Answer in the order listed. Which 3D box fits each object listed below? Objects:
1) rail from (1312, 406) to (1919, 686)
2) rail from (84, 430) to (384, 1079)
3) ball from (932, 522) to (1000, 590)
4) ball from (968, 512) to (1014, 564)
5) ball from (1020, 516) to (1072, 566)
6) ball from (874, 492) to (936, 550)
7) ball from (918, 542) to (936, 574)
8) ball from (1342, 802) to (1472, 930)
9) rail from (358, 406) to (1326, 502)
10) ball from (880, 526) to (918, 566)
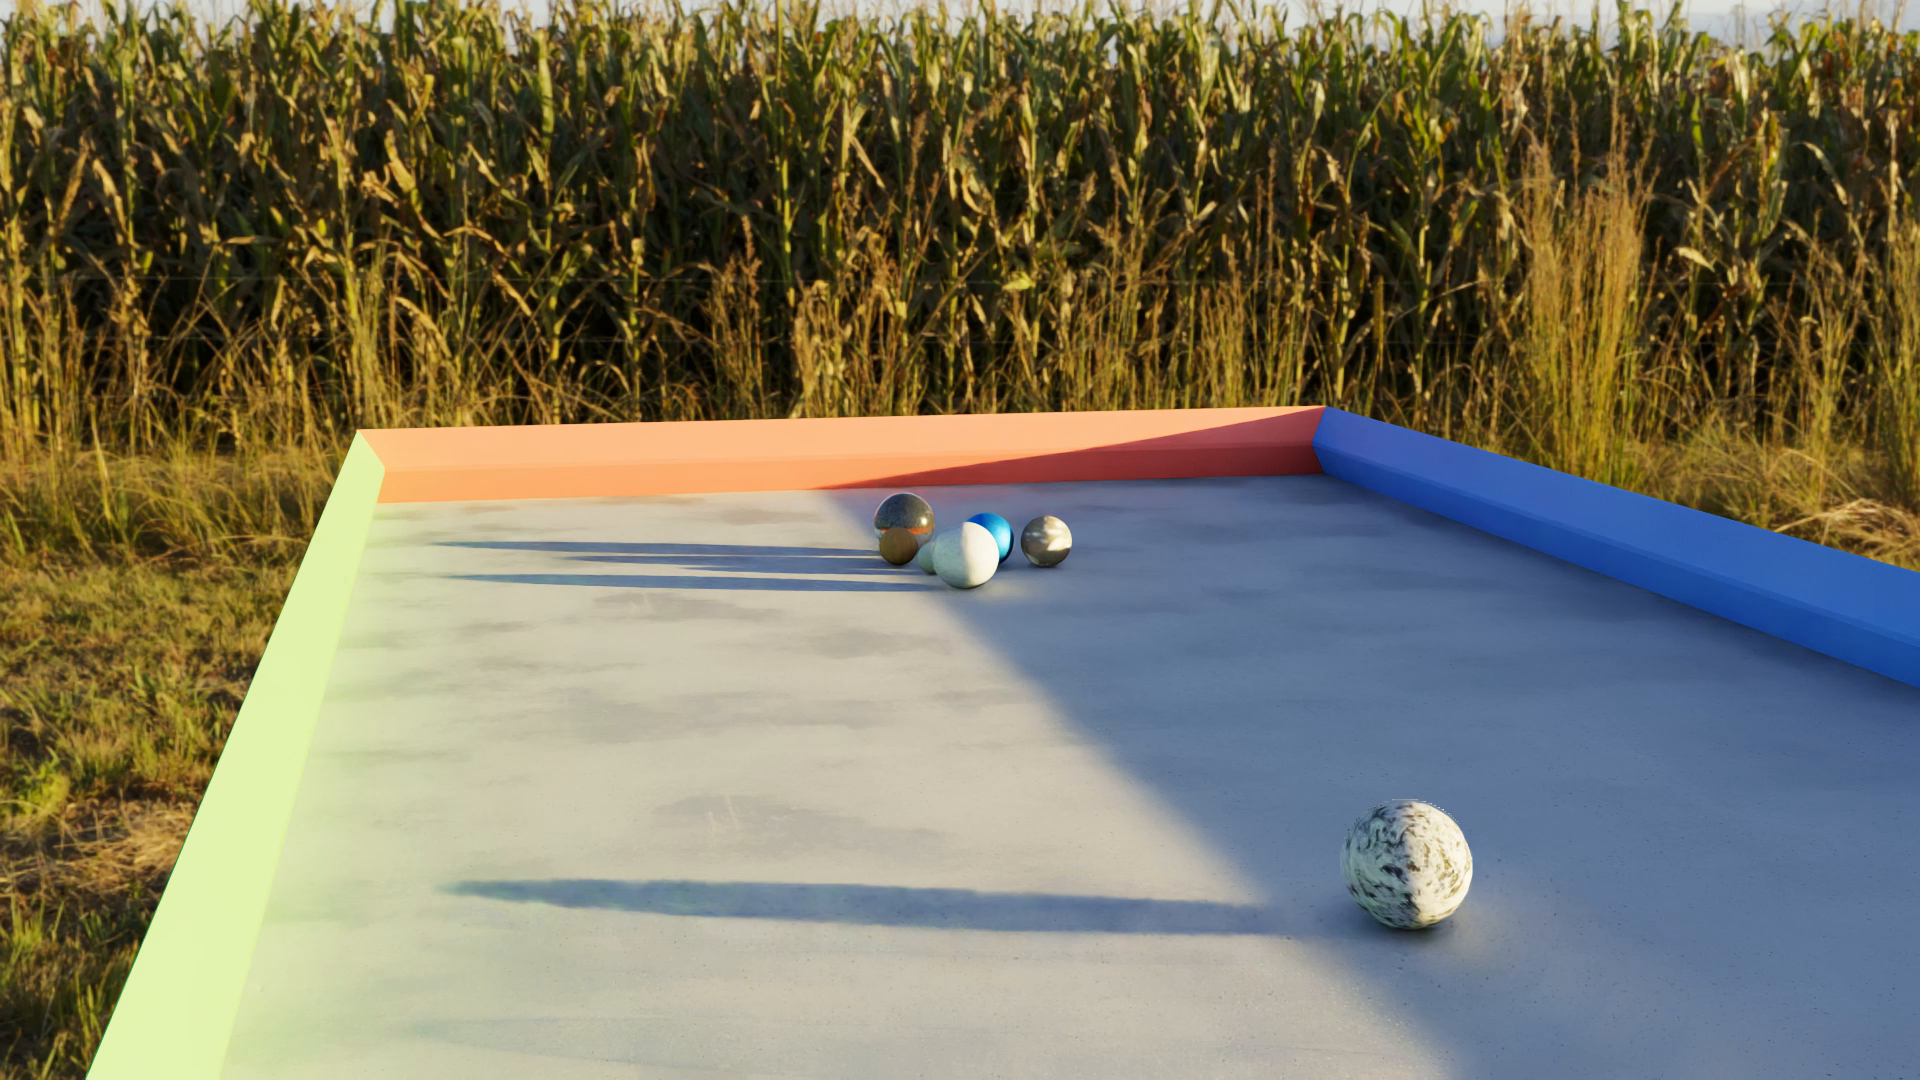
[{"bbox_3d":[1.013,0.073,2.618,0.045,0.127,3.195,-2,10,-12],"label":"rail"},{"bbox_3d":[-0.670,0.135,2.253,0.045,0.127,3.195,-2,10,-12],"label":"rail"},{"bbox_3d":[0.007,0.021,3.026,0.093,0.093,0.093,0,10,0],"label":"ball"},{"bbox_3d":[0.039,0.000,3.190,0.080,0.080,0.080,0,10,0],"label":"ball"},{"bbox_3d":[0.125,0.002,3.197,0.074,0.074,0.074,0,10,0],"label":"ball"},{"bbox_3d":[-0.084,-0.025,3.299,0.093,0.093,0.093,0,10,0],"label":"ball"},{"bbox_3d":[-0.038,0.025,3.142,0.046,0.046,0.046,0,10,0],"label":"ball"},{"bbox_3d":[0.342,0.249,1.682,0.097,0.097,0.097,0,10,0],"label":"ball"},{"bbox_3d":[-0.167,-0.154,3.951,1.770,0.127,0.045,-2,10,-12],"label":"rail"},{"bbox_3d":[-0.090,0.009,3.210,0.057,0.057,0.057,0,10,0],"label":"ball"}]
